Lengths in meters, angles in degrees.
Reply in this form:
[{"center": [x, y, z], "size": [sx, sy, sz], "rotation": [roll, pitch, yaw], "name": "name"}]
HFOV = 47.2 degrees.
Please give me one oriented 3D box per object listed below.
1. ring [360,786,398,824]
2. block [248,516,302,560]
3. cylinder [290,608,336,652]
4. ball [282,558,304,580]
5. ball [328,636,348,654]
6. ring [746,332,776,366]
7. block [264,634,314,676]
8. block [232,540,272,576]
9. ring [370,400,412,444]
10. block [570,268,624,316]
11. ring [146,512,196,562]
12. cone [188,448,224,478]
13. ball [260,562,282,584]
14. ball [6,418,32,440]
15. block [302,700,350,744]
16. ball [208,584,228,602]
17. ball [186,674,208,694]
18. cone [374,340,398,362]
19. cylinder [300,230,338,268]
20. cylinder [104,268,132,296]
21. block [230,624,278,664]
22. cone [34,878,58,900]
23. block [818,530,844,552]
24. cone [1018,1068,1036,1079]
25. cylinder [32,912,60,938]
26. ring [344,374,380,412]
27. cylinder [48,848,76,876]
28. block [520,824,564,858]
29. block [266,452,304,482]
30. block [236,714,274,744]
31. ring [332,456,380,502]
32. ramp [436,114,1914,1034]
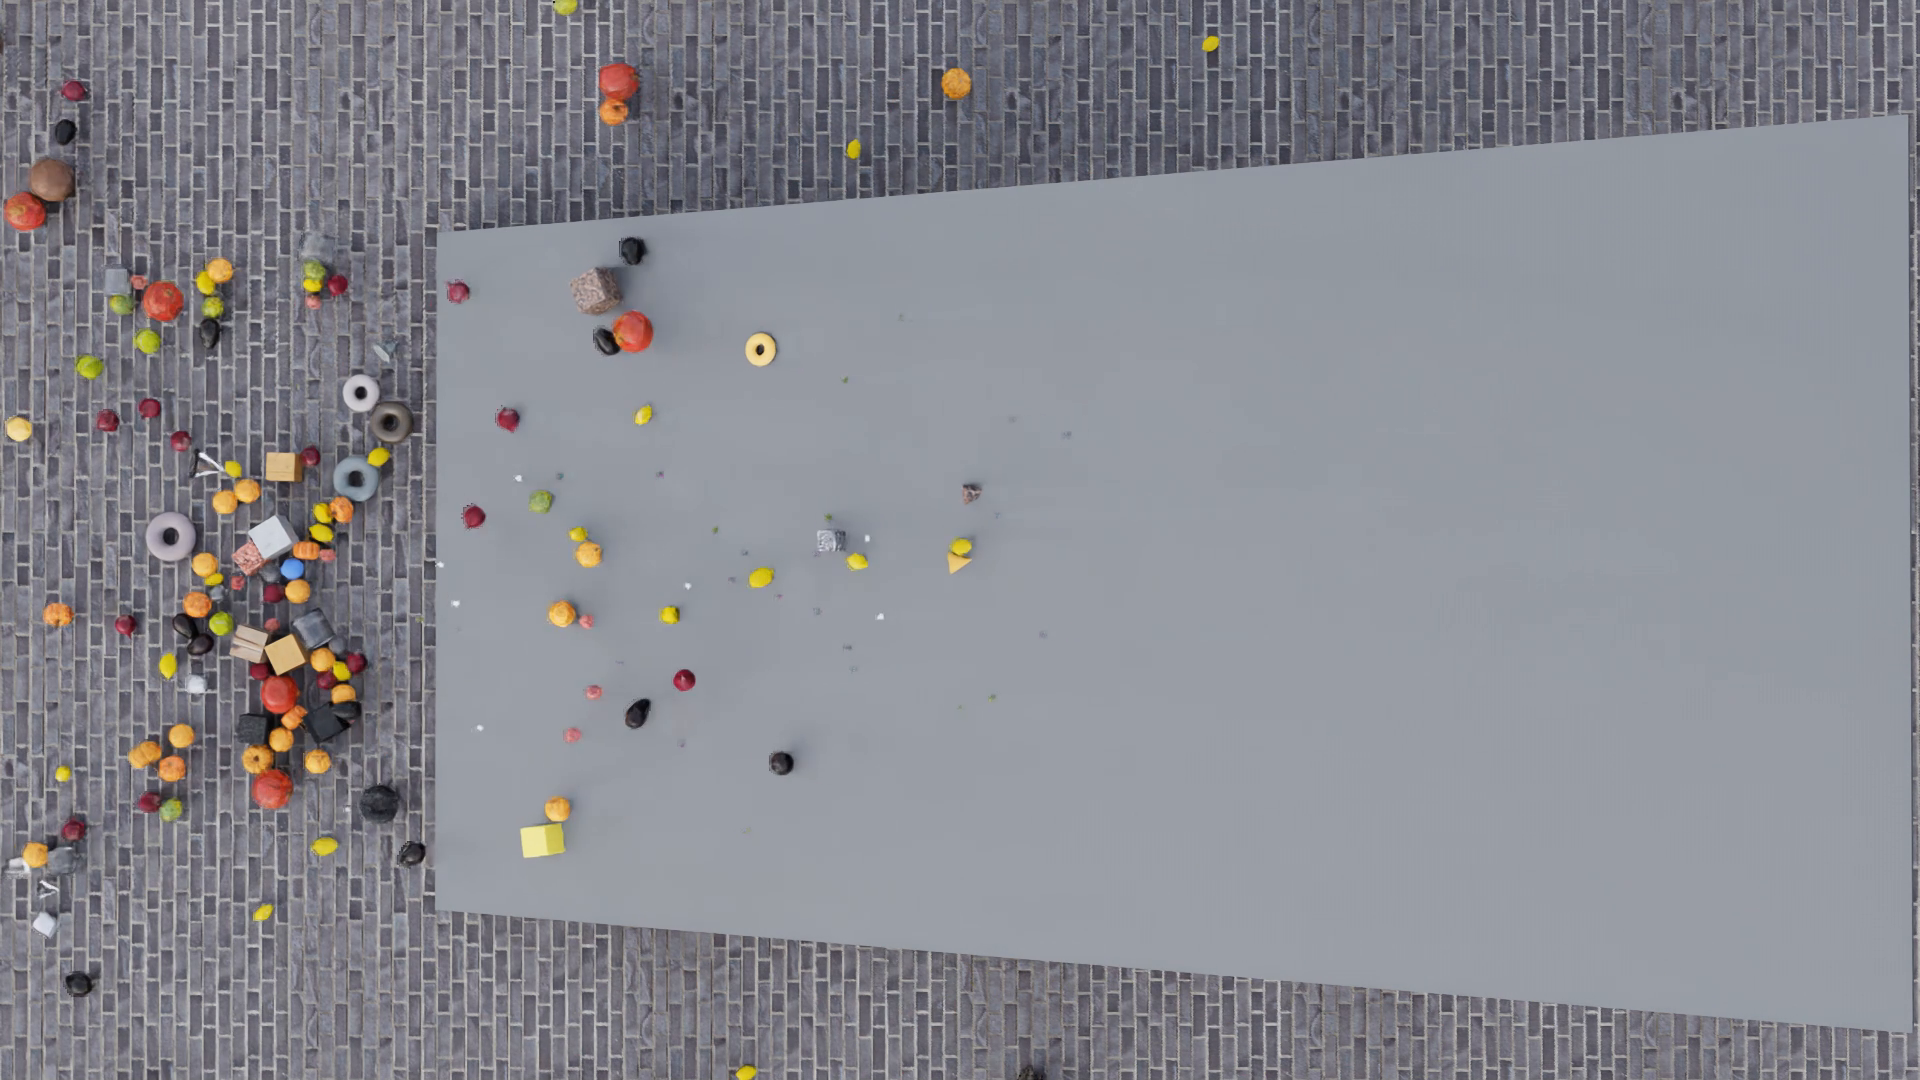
[{"center": [-1.733, 0.789, 6.560], "size": [0.116, 0.039, 0.116], "rotation": [0, 91, 0], "name": "ring"}, {"center": [-2.038, -0.008, 6.540], "size": [0.095, 0.095, 0.095], "rotation": [-31, 89, 0], "name": "block"}, {"center": [-1.923, 0.265, 6.537], "size": [0.096, 0.096, 0.096], "rotation": [-30, 89, 0], "name": "cylinder"}, {"center": [-1.989, 0.086, 6.554], "size": [0.065, 0.065, 0.065], "rotation": [0, 89, 0], "name": "ball"}, {"center": [-1.853, 0.313, 6.556], "size": [0.056, 0.056, 0.056], "rotation": [0, 89, 0], "name": "ball"}, {"center": [-0.545, -0.521, 6.013], "size": [0.092, 0.031, 0.092], "rotation": [0, 89, 24], "name": "ring"}, {"center": [-1.994, 0.339, 6.538], "size": [0.092, 0.092, 0.092], "rotation": [-26, 89, 0], "name": "block"}, {"center": [-2.107, 0.052, 6.549], "size": [0.075, 0.075, 0.075], "rotation": [-39, 89, 0], "name": "block"}, {"center": [-1.699, -0.351, 6.571], "size": [0.129, 0.043, 0.129], "rotation": [0, 90, 0], "name": "ring"}, {"center": [-1.026, -0.701, 6.206], "size": [0.094, 0.094, 0.094], "rotation": [-25, 79, 23], "name": "block"}, {"center": [-2.355, -0.011, 6.563], "size": [0.150, 0.050, 0.150], "rotation": [0, 88, 0], "name": "ring"}, {"center": [-2.243, -0.219, 6.568], "size": [0.097, 0.097, 0.097], "rotation": [14, 89, -27], "name": "cone"}, {"center": [-2.053, 0.100, 6.553], "size": [0.066, 0.066, 0.066], "rotation": [0, 89, 0], "name": "ball"}, {"center": [-2.804, -0.330, 6.557], "size": [0.070, 0.070, 0.070], "rotation": [0, 89, 0], "name": "ball"}, {"center": [-1.884, 0.541, 6.536], "size": [0.090, 0.090, 0.090], "rotation": [-30, 89, 0], "name": "block"}, {"center": [-2.213, 0.159, 6.559], "size": [0.053, 0.053, 0.053], "rotation": [0, 89, 0], "name": "ball"}, {"center": [-2.273, 0.431, 6.553], "size": [0.060, 0.060, 0.060], "rotation": [0, 89, 0], "name": "ball"}, {"center": [-1.705, -0.577, 6.579], "size": [0.067, 0.067, 0.067], "rotation": [42, 63, 0], "name": "cone"}, {"center": [-1.909, -0.867, 6.541], "size": [0.092, 0.092, 0.092], "rotation": [12, 89, -15], "name": "cylinder"}, {"center": [-2.512, -0.771, 6.559], "size": [0.076, 0.076, 0.076], "rotation": [-3, 89, 0], "name": "cylinder"}, {"center": [-2.100, 0.308, 6.538], "size": [0.091, 0.091, 0.091], "rotation": [18, 89, 0], "name": "block"}, {"center": [-2.719, 1.044, 6.561], "size": [0.067, 0.067, 0.067], "rotation": [8, 89, -26], "name": "cone"}, {"center": [-0.346, 0.002, 5.899], "size": [0.054, 0.054, 0.054], "rotation": [0, 90, 25], "name": "block"}, {"center": [0.213, 1.606, 6.557], "size": [0.053, 0.053, 0.053], "rotation": [30, 89, -33], "name": "cone"}, {"center": [-2.720, 1.144, 6.547], "size": [0.054, 0.054, 0.054], "rotation": [37, 89, 12], "name": "cylinder"}, {"center": [-1.789, -0.439, 6.574], "size": [0.112, 0.037, 0.112], "rotation": [0, 92, 1], "name": "ring"}, {"center": [-2.672, 0.956, 6.538], "size": [0.076, 0.076, 0.076], "rotation": [-3, 89, 0], "name": "cylinder"}, {"center": [-1.190, 0.857, 6.273], "size": [0.083, 0.083, 0.083], "rotation": [-9, 85, 25], "name": "block"}, {"center": [-2.011, -0.216, 6.549], "size": [0.082, 0.082, 0.082], "rotation": [2, 89, 0], "name": "block"}, {"center": [-2.095, 0.562, 6.541], "size": [0.080, 0.080, 0.080], "rotation": [6, 89, 0], "name": "block"}, {"center": [-1.803, -0.183, 6.567], "size": [0.139, 0.046, 0.139], "rotation": [0, 91, -1], "name": "ring"}, {"center": [0.282, 0.081, 5.687], "size": [4.000, 0.100, 2.000], "rotation": [0, 89, 25], "name": "ramp"}]
